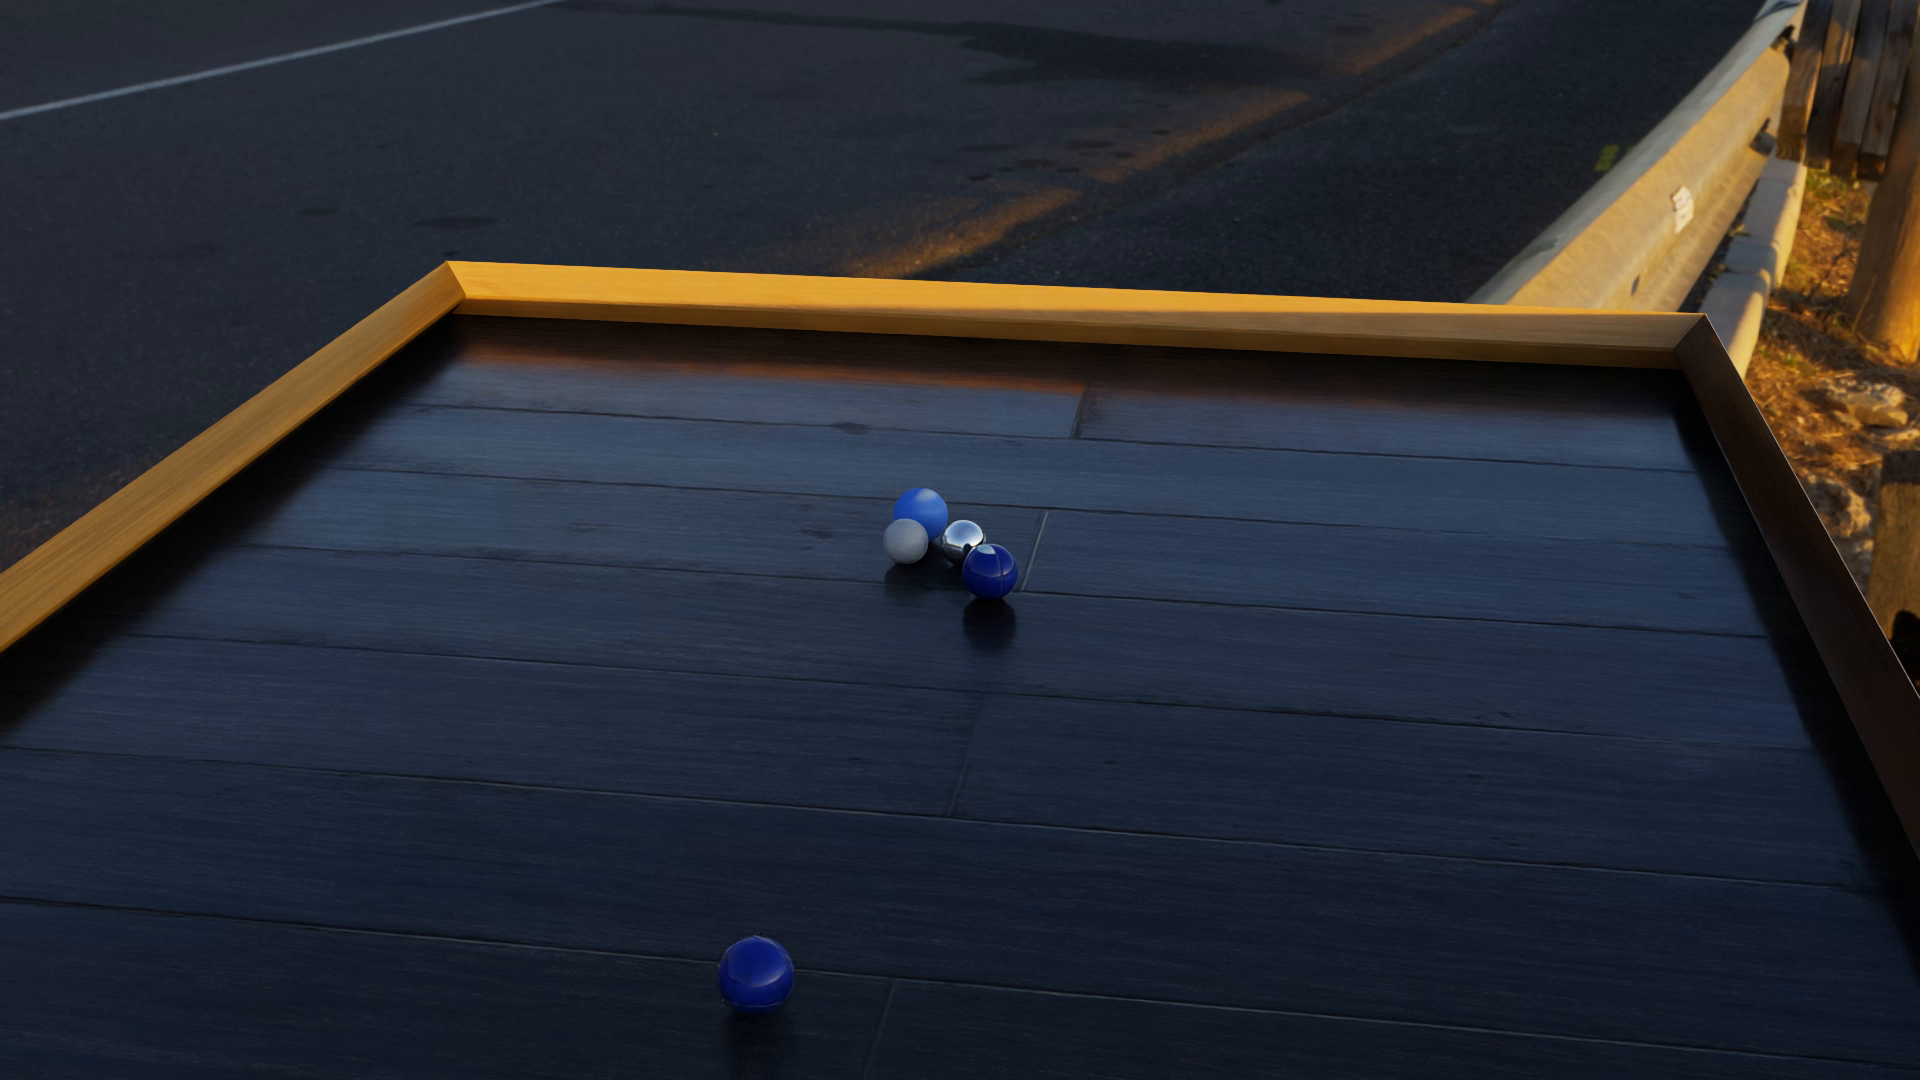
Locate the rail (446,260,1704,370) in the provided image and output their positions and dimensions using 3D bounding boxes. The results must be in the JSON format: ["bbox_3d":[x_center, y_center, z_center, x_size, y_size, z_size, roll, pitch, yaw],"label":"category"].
[{"bbox_3d":[0.128,-0.324,3.202,1.847,0.082,0.045,3,22,8],"label":"rail"}]

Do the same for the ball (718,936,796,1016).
[{"bbox_3d":[-0.152,0.326,1.647,0.058,0.058,0.058,0,22,0],"label":"ball"}]

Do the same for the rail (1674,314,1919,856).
[{"bbox_3d":[0.758,0.361,1.529,0.045,0.082,3.425,3,22,8],"label":"rail"}]

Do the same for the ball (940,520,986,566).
[{"bbox_3d":[0.004,0.003,2.444,0.052,0.052,0.052,0,22,0],"label":"ball"}]

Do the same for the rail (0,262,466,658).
[{"bbox_3d":[-1.021,0.256,1.785,0.045,0.082,3.425,3,22,8],"label":"rail"}]

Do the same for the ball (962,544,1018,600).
[{"bbox_3d":[0.032,0.034,2.357,0.061,0.061,0.061,0,22,0],"label":"ball"}]

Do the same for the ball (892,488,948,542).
[{"bbox_3d":[-0.045,-0.028,2.506,0.063,0.063,0.063,0,22,0],"label":"ball"}]

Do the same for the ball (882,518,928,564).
[{"bbox_3d":[-0.061,0.002,2.448,0.052,0.052,0.052,0,22,0],"label":"ball"}]
